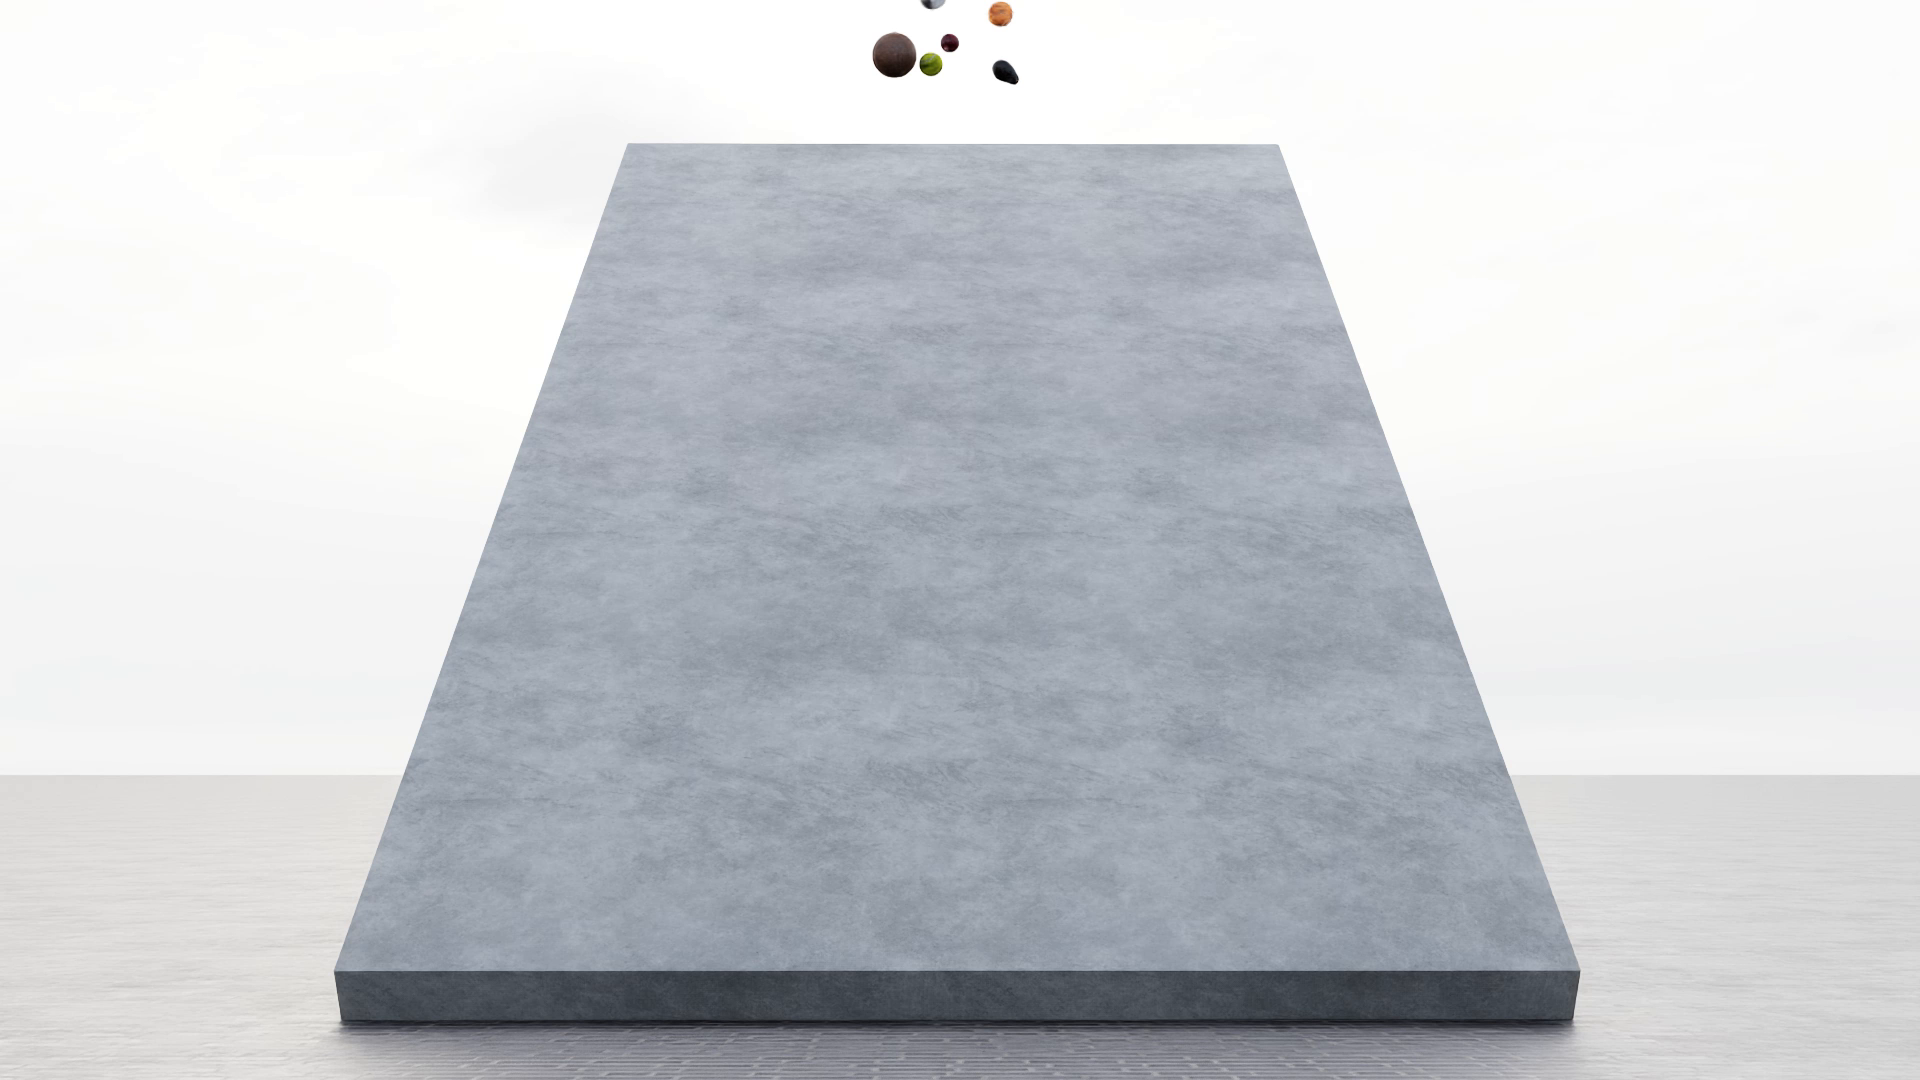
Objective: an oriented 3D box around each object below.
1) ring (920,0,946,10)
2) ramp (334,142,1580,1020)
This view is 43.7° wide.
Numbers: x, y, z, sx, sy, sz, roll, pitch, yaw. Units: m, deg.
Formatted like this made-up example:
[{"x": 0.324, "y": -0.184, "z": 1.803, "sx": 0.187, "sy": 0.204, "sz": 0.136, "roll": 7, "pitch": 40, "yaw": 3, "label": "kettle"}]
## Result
[{"x": -0.074, "y": -1.661, "z": 7.186, "sx": 0.048, "sy": 0.145, "sz": 0.145, "roll": 25, "pitch": 6, "yaw": 27, "label": "ring"}, {"x": -0.012, "y": -0.220, "z": 5.619, "sx": 2.000, "sy": 0.100, "sz": 4.000, "roll": 0, "pitch": 29, "yaw": 0, "label": "ramp"}]
